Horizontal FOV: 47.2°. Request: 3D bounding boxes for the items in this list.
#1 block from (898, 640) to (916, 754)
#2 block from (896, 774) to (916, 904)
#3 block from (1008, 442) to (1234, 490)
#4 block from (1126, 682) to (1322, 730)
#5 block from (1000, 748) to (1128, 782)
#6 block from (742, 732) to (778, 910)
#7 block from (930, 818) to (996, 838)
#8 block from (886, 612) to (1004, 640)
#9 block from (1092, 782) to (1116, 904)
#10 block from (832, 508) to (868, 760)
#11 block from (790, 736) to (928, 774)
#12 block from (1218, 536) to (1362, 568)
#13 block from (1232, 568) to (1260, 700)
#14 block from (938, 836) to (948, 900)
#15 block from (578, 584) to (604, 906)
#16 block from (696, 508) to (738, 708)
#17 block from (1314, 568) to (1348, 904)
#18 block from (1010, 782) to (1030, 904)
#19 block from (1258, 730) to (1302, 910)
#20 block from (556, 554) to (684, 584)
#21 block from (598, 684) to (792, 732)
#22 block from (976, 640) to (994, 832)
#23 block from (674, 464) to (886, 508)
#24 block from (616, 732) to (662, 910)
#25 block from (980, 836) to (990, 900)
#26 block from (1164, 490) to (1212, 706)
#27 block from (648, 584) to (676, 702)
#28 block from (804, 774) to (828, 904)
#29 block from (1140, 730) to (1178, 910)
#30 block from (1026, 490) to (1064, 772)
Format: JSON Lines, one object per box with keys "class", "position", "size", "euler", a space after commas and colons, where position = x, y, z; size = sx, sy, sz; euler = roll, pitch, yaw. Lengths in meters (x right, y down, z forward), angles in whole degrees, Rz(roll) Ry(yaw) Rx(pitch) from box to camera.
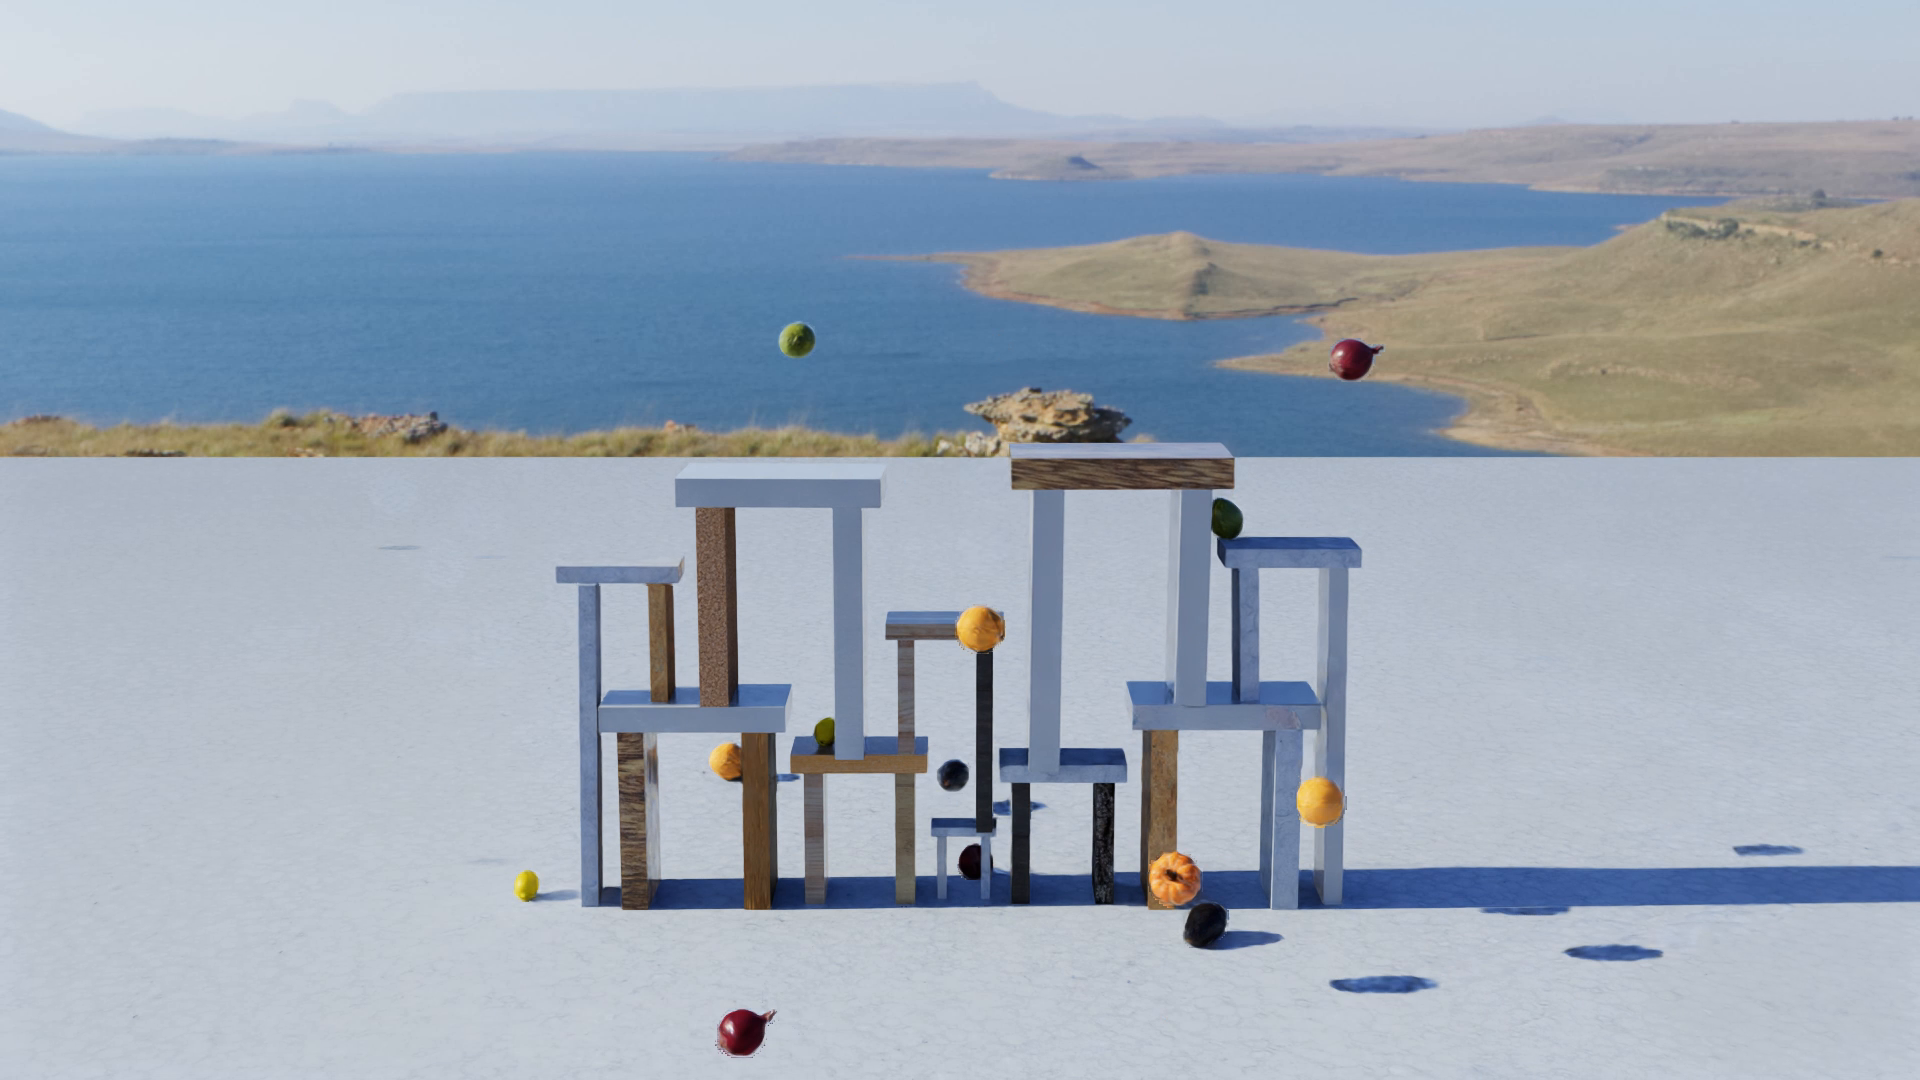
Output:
{"class": "block", "position": [-0.087, 0.246, 3.601], "size": [0.027, 0.191, 0.095], "euler": [0, 11, 0]}
{"class": "block", "position": [-0.090, 0.480, 3.652], "size": [0.032, 0.223, 0.112], "euler": [0, 11, 0]}
{"class": "block", "position": [0.256, -0.120, 3.537], "size": [0.350, 0.050, 0.175], "euler": [0, 11, 0]}
{"class": "block", "position": [0.429, 0.271, 3.606], "size": [0.303, 0.043, 0.152], "euler": [0, 11, 0]}
{"class": "block", "position": [0.169, 0.372, 3.631], "size": [0.207, 0.029, 0.104], "euler": [0, 11, 0]}
{"class": "block", "position": [-0.331, 0.443, 3.638], "size": [0.042, 0.300, 0.150], "euler": [0, 11, 0]}
{"class": "block", "position": [0.006, 0.476, 3.647], "size": [0.108, 0.015, 0.054], "euler": [0, 11, 1]}
{"class": "block", "position": [-0.024, 0.139, 3.580], "size": [0.191, 0.027, 0.095], "euler": [0, 11, 1]}
{"class": "block", "position": [0.238, 0.488, 3.652], "size": [0.029, 0.207, 0.103], "euler": [0, 11, 0]}
{"class": "block", "position": [-0.178, 0.137, 3.585], "size": [0.046, 0.412, 0.162], "euler": [0, 11, 0]}
{"class": "block", "position": [-0.164, 0.354, 3.629], "size": [0.223, 0.032, 0.112], "euler": [0, 11, 0]}
{"class": "block", "position": [0.532, 0.020, 3.562], "size": [0.218, 0.031, 0.109], "euler": [0, 11, 0]}
{"class": "block", "position": [0.465, 0.142, 3.586], "size": [0.031, 0.218, 0.109], "euler": [-2, 11, 0]}
{"class": "block", "position": [-0.030, 0.537, 3.660], "size": [0.015, 0.108, 0.054], "euler": [0, 11, 0]}
{"class": "block", "position": [-0.605, 0.328, 3.604], "size": [0.028, 0.538, 0.098], "euler": [0, 11, -5]}
{"class": "block", "position": [-0.394, 0.094, 3.578], "size": [0.046, 0.325, 0.162], "euler": [0, 11, 0]}
{"class": "block", "position": [0.610, 0.313, 3.617], "size": [0.031, 0.564, 0.109], "euler": [-1, 11, 1]}
{"class": "block", "position": [0.100, 0.488, 3.652], "size": [0.029, 0.207, 0.104], "euler": [0, 11, 0]}
{"class": "block", "position": [0.530, 0.441, 3.638], "size": [0.043, 0.303, 0.152], "euler": [0, 11, 0]}
{"class": "block", "position": [-0.550, 0.047, 3.567], "size": [0.196, 0.028, 0.098], "euler": [0, 11, -1]}
{"class": "block", "position": [-0.431, 0.275, 3.607], "size": [0.300, 0.042, 0.150], "euler": [0, 11, 0]}
{"class": "block", "position": [0.040, 0.311, 3.611], "size": [0.027, 0.322, 0.095], "euler": [0, 11, 1]}
{"class": "block", "position": [-0.285, -0.088, 3.543], "size": [0.325, 0.046, 0.162], "euler": [0, 11, 1]}
{"class": "block", "position": [-0.530, 0.443, 3.638], "size": [0.042, 0.300, 0.150], "euler": [0, 11, 1]}
{"class": "block", "position": [0.042, 0.537, 3.660], "size": [0.015, 0.108, 0.054], "euler": [0, 11, 0]}
{"class": "block", "position": [0.371, 0.077, 3.574], "size": [0.050, 0.350, 0.175], "euler": [1, 11, 0]}
{"class": "block", "position": [-0.486, 0.157, 3.589], "size": [0.028, 0.196, 0.098], "euler": [0, 11, 0]}
{"class": "block", "position": [-0.239, 0.480, 3.652], "size": [0.032, 0.223, 0.112], "euler": [0, 11, 0]}
{"class": "block", "position": [0.329, 0.441, 3.638], "size": [0.043, 0.303, 0.152], "euler": [0, 11, -1]}
{"class": "block", "position": [0.138, 0.131, 3.584], "size": [0.050, 0.460, 0.175], "euler": [1, 11, 0]}
